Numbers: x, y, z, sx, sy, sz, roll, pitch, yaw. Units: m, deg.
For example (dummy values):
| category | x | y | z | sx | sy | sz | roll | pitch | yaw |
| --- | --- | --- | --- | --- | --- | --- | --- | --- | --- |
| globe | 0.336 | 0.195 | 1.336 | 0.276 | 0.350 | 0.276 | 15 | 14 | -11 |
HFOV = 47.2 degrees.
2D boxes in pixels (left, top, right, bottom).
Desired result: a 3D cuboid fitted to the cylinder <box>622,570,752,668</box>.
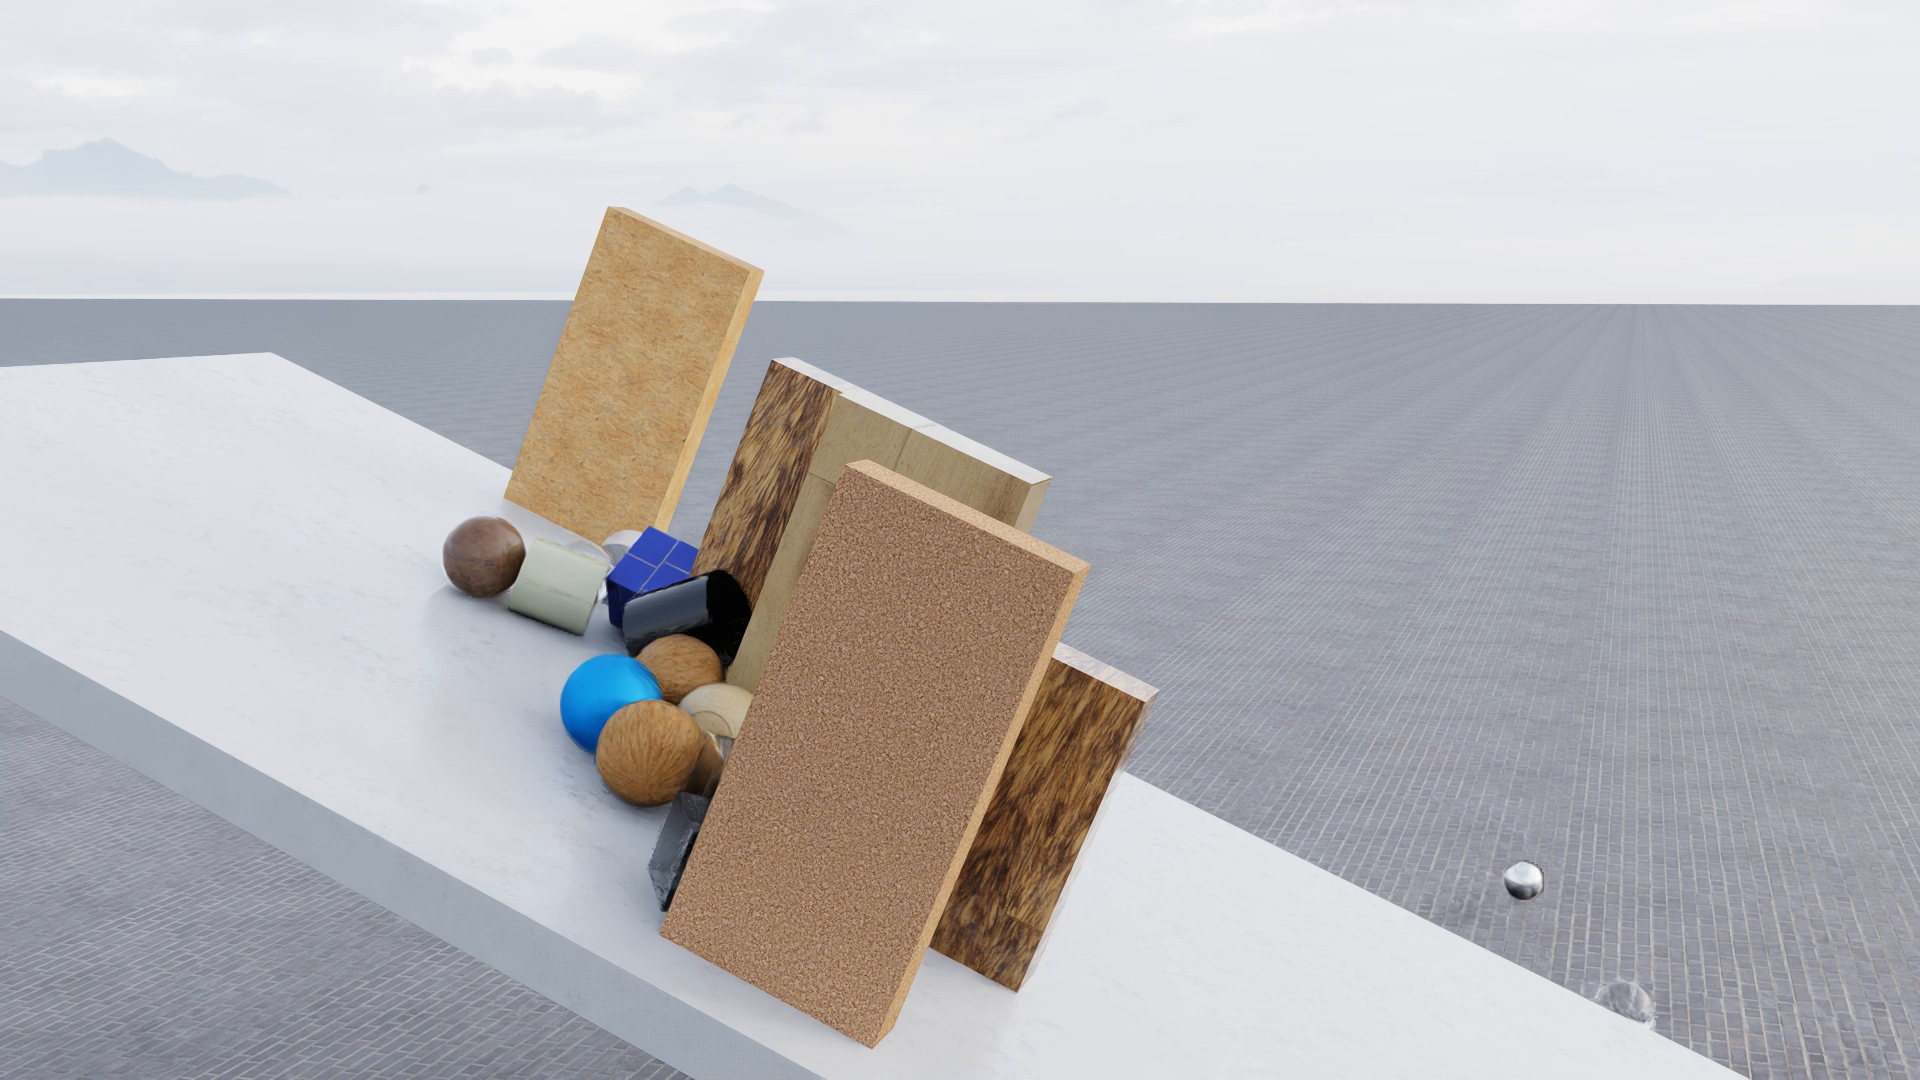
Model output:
| category | x | y | z | sx | sy | sz | roll | pitch | yaw |
| --- | --- | --- | --- | --- | --- | --- | --- | --- | --- |
| cylinder | -0.535 | 0.175 | 4.355 | 0.190 | 0.190 | 0.190 | -18 | 1 | 20 |

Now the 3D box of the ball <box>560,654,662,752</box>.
| category | x | y | z | sx | sy | sz | roll | pitch | yaw |
| --- | --- | --- | --- | --- | --- | --- | --- | --- | --- |
| ball | -0.621 | 0.293 | 3.921 | 0.181 | 0.181 | 0.181 | 0 | 7 | 0 |

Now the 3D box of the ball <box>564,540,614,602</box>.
| category | x | y | z | sx | sy | sz | roll | pitch | yaw |
| --- | --- | --- | --- | --- | --- | --- | --- | --- | --- |
| ball | -0.797 | 0.072 | 4.619 | 0.142 | 0.142 | 0.142 | 0 | 7 | 0 |

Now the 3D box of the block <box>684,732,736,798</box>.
| category | x | y | z | sx | sy | sz | roll | pitch | yaw |
| --- | --- | --- | --- | --- | --- | --- | --- | --- | --- |
| block | -0.350 | 0.462 | 3.697 | 0.182 | 0.182 | 0.182 | 16 | 14 | -27 |

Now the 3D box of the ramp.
| category | x | y | z | sx | sy | sz | roll | pitch | yaw |
| --- | --- | --- | --- | --- | --- | --- | --- | --- | --- |
| ramp | -0.296 | 0.519 | 4.188 | 4.000 | 0.100 | 2.000 | 25 | 13 | 13 |

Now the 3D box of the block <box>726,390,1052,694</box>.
| category | x | y | z | sx | sy | sz | roll | pitch | yaw |
| --- | --- | --- | --- | --- | --- | --- | --- | --- | --- |
| block | -0.160 | 0.137 | 4.104 | 0.397 | 0.726 | 0.144 | 25 | 13 | 13 |

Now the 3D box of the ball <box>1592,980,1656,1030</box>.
| category | x | y | z | sx | sy | sz | roll | pitch | yaw |
| --- | --- | --- | --- | --- | --- | --- | --- | --- | --- |
| ball | 1.602 | 1.138 | 5.310 | 0.148 | 0.148 | 0.148 | 0 | 7 | 0 |

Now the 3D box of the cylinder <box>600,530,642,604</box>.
| category | x | y | z | sx | sy | sz | roll | pitch | yaw |
| --- | --- | --- | --- | --- | --- | --- | --- | --- | --- |
| cylinder | -0.731 | 0.061 | 4.779 | 0.139 | 0.139 | 0.139 | 0 | 12 | 4 |

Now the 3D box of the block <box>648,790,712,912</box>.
| category | x | y | z | sx | sy | sz | roll | pitch | yaw |
| --- | --- | --- | --- | --- | --- | --- | --- | --- | --- |
| block | -0.397 | 0.510 | 3.510 | 0.143 | 0.143 | 0.143 | 17 | 14 | -22 |

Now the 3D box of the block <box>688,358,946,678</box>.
| category | x | y | z | sx | sy | sz | roll | pitch | yaw |
| --- | --- | --- | --- | --- | --- | --- | --- | --- | --- |
| block | -0.326 | 0.014 | 4.437 | 0.349 | 0.677 | 0.121 | 25 | 13 | 13 |

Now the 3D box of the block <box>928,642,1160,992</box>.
| category | x | y | z | sx | sy | sz | roll | pitch | yaw |
| --- | --- | --- | --- | --- | --- | --- | --- | --- | --- |
| block | 0.067 | 0.432 | 3.691 | 0.333 | 0.547 | 0.112 | 25 | 13 | 13 |

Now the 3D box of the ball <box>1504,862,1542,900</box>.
| category | x | y | z | sx | sy | sz | roll | pitch | yaw |
| --- | --- | --- | --- | --- | --- | --- | --- | --- | --- |
| ball | 1.671 | 1.012 | 6.521 | 0.111 | 0.111 | 0.111 | 0 | 7 | 0 |

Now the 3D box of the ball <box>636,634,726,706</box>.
| category | x | y | z | sx | sy | sz | roll | pitch | yaw |
| --- | --- | --- | --- | --- | --- | --- | --- | --- | --- |
| ball | -0.535 | 0.269 | 4.167 | 0.182 | 0.182 | 0.182 | 0 | 7 | 0 |

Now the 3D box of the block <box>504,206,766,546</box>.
| category | x | y | z | sx | sy | sz | roll | pitch | yaw |
| --- | --- | --- | --- | --- | --- | --- | --- | --- | --- |
| block | -0.758 | -0.356 | 5.088 | 0.376 | 0.733 | 0.091 | 25 | 13 | 13 |

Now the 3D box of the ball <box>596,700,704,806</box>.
| category | x | y | z | sx | sy | sz | roll | pitch | yaw |
| --- | --- | --- | --- | --- | --- | --- | --- | --- | --- |
| ball | -0.532 | 0.366 | 3.777 | 0.184 | 0.184 | 0.184 | 0 | 7 | 0 |

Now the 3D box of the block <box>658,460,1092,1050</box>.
| category | x | y | z | sx | sy | sz | roll | pitch | yaw |
| --- | --- | --- | --- | --- | --- | --- | --- | --- | --- |
| block | -0.135 | 0.319 | 3.271 | 0.373 | 0.789 | 0.097 | 25 | 13 | 13 |

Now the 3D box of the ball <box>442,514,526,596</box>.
| category | x | y | z | sx | sy | sz | roll | pitch | yaw |
| --- | --- | --- | --- | --- | --- | --- | --- | --- | --- |
| ball | -0.963 | 0.031 | 4.450 | 0.167 | 0.167 | 0.167 | 0 | 7 | 0 |

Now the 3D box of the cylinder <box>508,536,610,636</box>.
| category | x | y | z | sx | sy | sz | roll | pitch | yaw |
| --- | --- | --- | --- | --- | --- | --- | --- | --- | --- |
| cylinder | -0.813 | 0.093 | 4.469 | 0.159 | 0.159 | 0.159 | 21 | 5 | -6 |

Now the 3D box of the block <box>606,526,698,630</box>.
| category | x | y | z | sx | sy | sz | roll | pitch | yaw |
| --- | --- | --- | --- | --- | --- | --- | --- | --- | --- |
| block | -0.621 | 0.105 | 4.585 | 0.161 | 0.161 | 0.161 | 25 | 54 | 13 |

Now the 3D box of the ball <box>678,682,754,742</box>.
| category | x | y | z | sx | sy | sz | roll | pitch | yaw |
| --- | --- | --- | --- | --- | --- | --- | --- | --- | --- |
| ball | -0.436 | 0.351 | 3.994 | 0.185 | 0.185 | 0.185 | 0 | 7 | 0 |
